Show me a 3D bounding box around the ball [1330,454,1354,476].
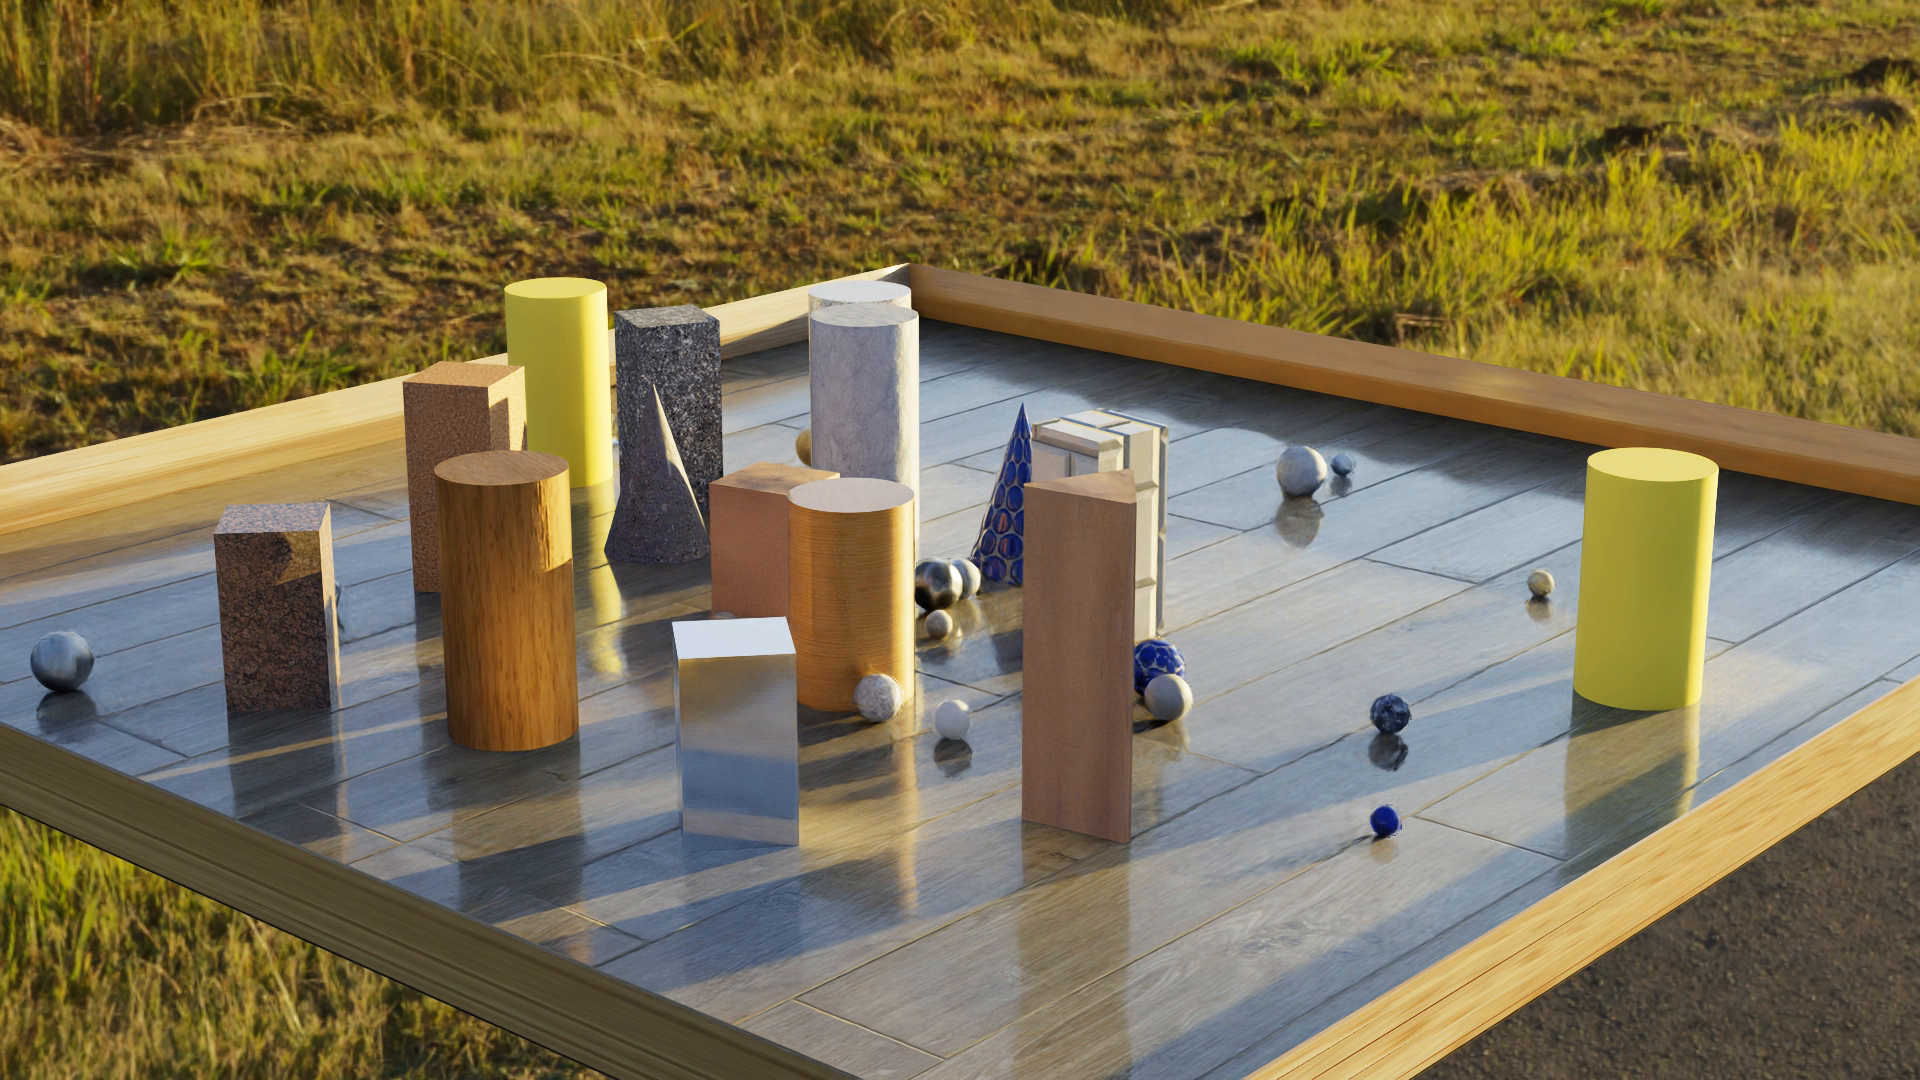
[{"bbox_3d":[0.766,-0.151,5.878,0.046,0.046,0.046,0,17,0],"label":"ball"}]

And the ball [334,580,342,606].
[{"bbox_3d":[-1.094,0.093,5.044,0.059,0.059,0.059,0,17,0],"label":"ball"}]

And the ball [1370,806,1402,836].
[{"bbox_3d":[0.593,0.391,4.083,0.043,0.043,0.043,0,17,0],"label":"ball"}]

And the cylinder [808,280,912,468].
[{"bbox_3d":[-0.194,-0.289,5.719,0.199,0.401,0.199,0,17,0],"label":"cylinder"}]

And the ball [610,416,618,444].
[{"bbox_3d":[-0.711,-0.229,6.110,0.060,0.060,0.060,0,17,0],"label":"ball"}]

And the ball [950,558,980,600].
[{"bbox_3d":[0.000,0.068,5.107,0.070,0.070,0.070,0,17,0],"label":"ball"}]

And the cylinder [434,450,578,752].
[{"bbox_3d":[-0.684,0.090,4.437,0.199,0.415,0.199,0,17,0],"label":"cylinder"}]

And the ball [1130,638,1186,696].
[{"bbox_3d":[0.307,0.203,4.616,0.095,0.095,0.095,0,17,0],"label":"ball"}]

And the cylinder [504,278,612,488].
[{"bbox_3d":[-0.797,-0.313,5.830,0.199,0.384,0.199,0,17,0],"label":"cylinder"}]

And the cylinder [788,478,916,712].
[{"bbox_3d":[-0.170,0.085,4.610,0.199,0.325,0.199,0,17,0],"label":"cylinder"}]

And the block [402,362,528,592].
[{"bbox_3d":[-0.864,-0.109,5.161,0.159,0.378,0.159,4,17,14],"label":"block"}]

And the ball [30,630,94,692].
[{"bbox_3d":[-1.424,0.192,4.650,0.096,0.096,0.096,0,17,0],"label":"ball"}]

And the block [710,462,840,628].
[{"bbox_3d":[-0.312,0.015,4.974,0.159,0.249,0.159,9,19,27],"label":"block"}]

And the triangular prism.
[{"bbox_3d":[0.199,0.153,4.097,0.172,0.489,0.149,10,20,31],"label":"triangular prism"}]

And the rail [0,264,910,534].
[{"bbox_3d":[-1.186,-0.265,6.106,0.045,0.129,3.288,14,22,39],"label":"rail"}]

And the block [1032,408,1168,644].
[{"bbox_3d":[0.231,-0.017,4.886,0.159,0.361,0.159,-14,22,-39],"label":"block"}]

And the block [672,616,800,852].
[{"bbox_3d":[-0.312,0.269,4.075,0.159,0.281,0.159,-2,17,-8],"label":"block"}]

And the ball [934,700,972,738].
[{"bbox_3d":[-0.011,0.271,4.452,0.059,0.059,0.059,0,17,0],"label":"ball"}]

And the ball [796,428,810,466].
[{"bbox_3d":[-0.291,-0.188,5.931,0.085,0.085,0.085,0,17,0],"label":"ball"}]

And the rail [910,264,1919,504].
[{"bbox_3d":[1.062,-0.320,6.291,3.190,0.129,0.045,14,22,39],"label":"rail"}]

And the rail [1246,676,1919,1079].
[{"bbox_3d":[1.186,0.329,4.133,0.045,0.129,3.288,14,22,39],"label":"rail"}]

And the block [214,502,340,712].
[{"bbox_3d":[-1.071,0.103,4.610,0.159,0.289,0.159,-2,17,-6],"label":"block"}]

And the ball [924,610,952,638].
[{"bbox_3d":[-0.036,0.141,4.907,0.047,0.047,0.047,0,17,0],"label":"ball"}]

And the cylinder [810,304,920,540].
[{"bbox_3d":[-0.175,-0.210,5.424,0.199,0.421,0.199,0,17,0],"label":"cylinder"}]

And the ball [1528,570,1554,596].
[{"bbox_3d":[1.015,0.076,5.123,0.046,0.046,0.046,0,17,0],"label":"ball"}]

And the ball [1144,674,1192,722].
[{"bbox_3d":[0.320,0.243,4.521,0.074,0.074,0.074,0,17,0],"label":"ball"}]

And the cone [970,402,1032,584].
[{"bbox_3d":[0.111,-0.099,5.250,0.199,0.309,0.199,0,17,0],"label":"cone"}]

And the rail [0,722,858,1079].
[{"bbox_3d":[-1.062,0.385,3.948,3.190,0.129,0.045,14,22,39],"label":"rail"}]

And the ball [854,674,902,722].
[{"bbox_3d":[-0.127,0.243,4.515,0.076,0.076,0.076,0,17,0],"label":"ball"}]

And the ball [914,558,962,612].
[{"bbox_3d":[-0.042,0.077,5.038,0.092,0.092,0.092,0,17,0],"label":"ball"}]

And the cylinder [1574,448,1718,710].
[{"bbox_3d":[1.077,0.060,4.612,0.199,0.371,0.199,0,17,0],"label":"cylinder"}]

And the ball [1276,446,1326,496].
[{"bbox_3d":[0.666,-0.135,5.729,0.099,0.099,0.099,0,17,0],"label":"ball"}]

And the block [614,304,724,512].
[{"bbox_3d":[-0.559,-0.249,5.635,0.159,0.372,0.159,-7,18,-23],"label":"block"}]

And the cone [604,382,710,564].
[{"bbox_3d":[-0.556,-0.135,5.356,0.199,0.316,0.199,0,17,0],"label":"cone"}]

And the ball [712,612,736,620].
[{"bbox_3d":[-0.393,0.145,4.887,0.050,0.050,0.050,0,17,0],"label":"ball"}]

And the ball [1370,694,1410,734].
[{"bbox_3d":[0.656,0.265,4.470,0.060,0.060,0.060,0,17,0],"label":"ball"}]
